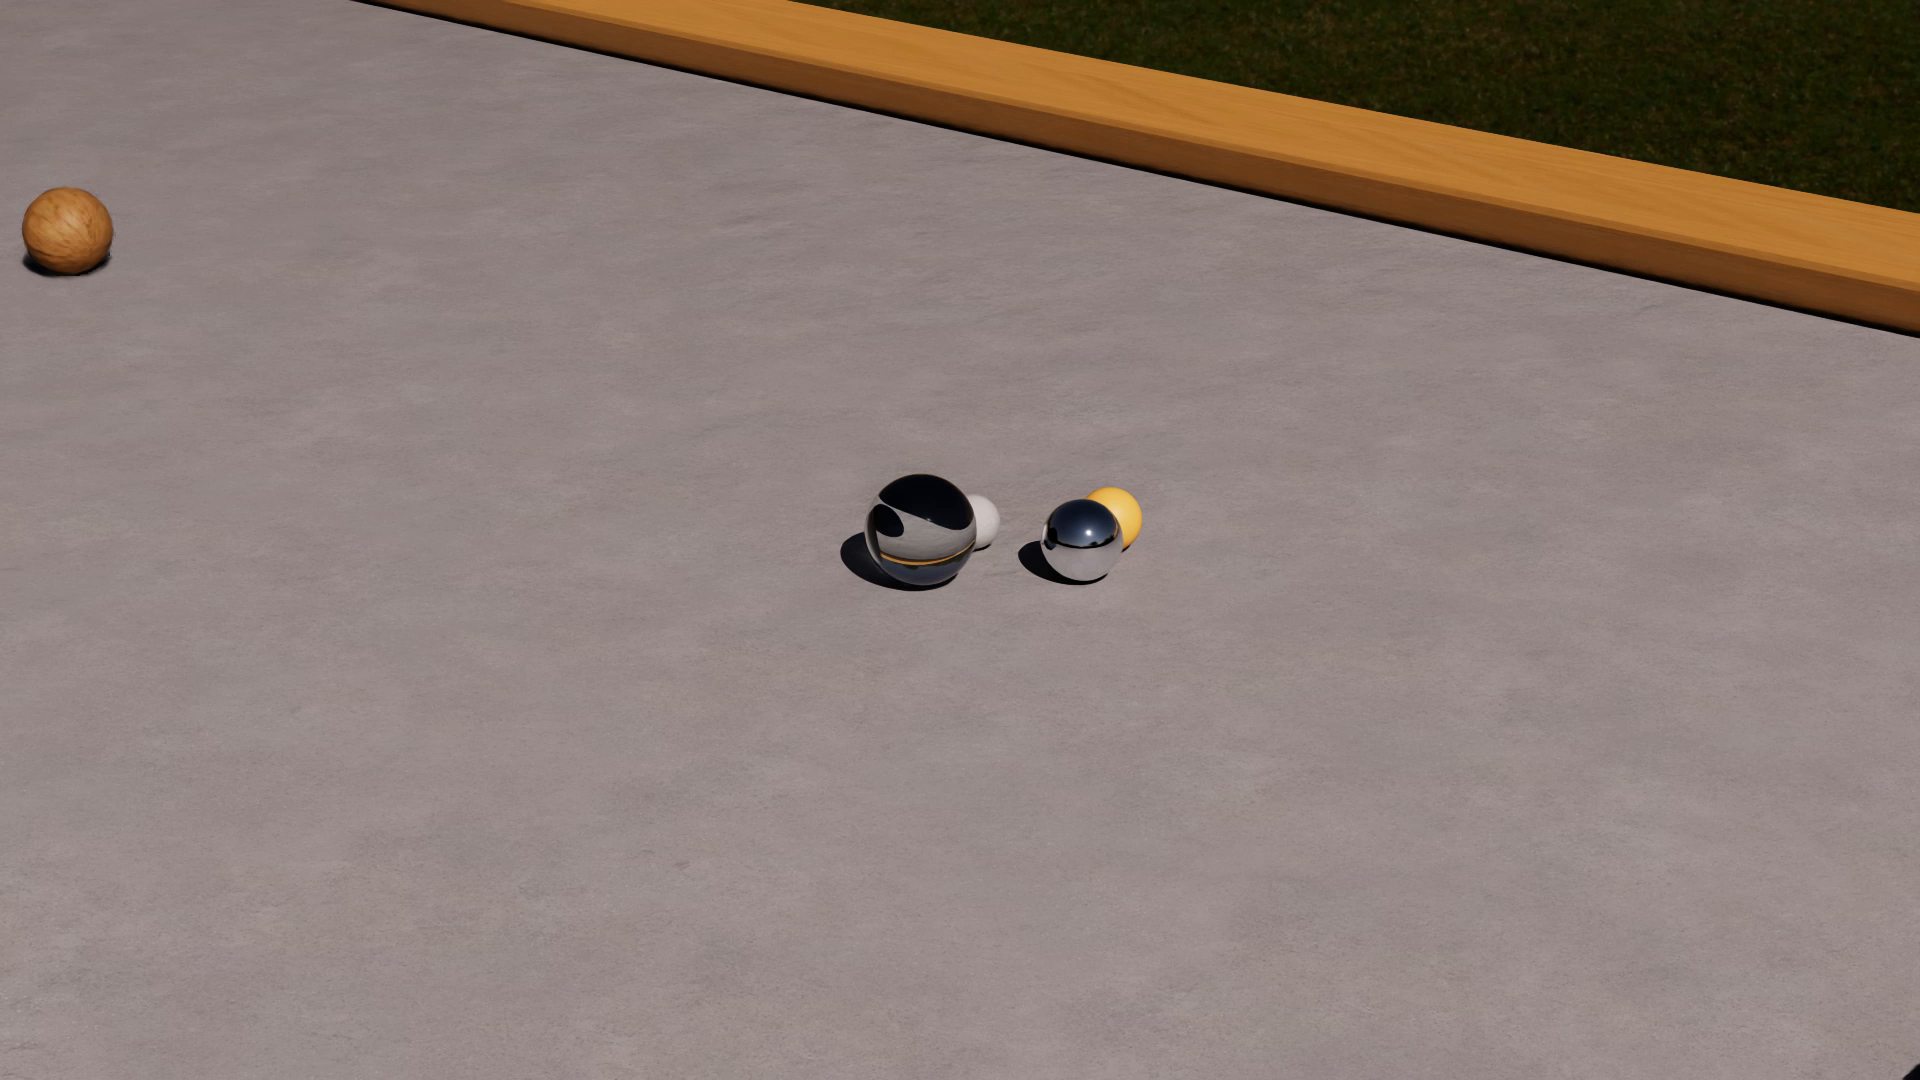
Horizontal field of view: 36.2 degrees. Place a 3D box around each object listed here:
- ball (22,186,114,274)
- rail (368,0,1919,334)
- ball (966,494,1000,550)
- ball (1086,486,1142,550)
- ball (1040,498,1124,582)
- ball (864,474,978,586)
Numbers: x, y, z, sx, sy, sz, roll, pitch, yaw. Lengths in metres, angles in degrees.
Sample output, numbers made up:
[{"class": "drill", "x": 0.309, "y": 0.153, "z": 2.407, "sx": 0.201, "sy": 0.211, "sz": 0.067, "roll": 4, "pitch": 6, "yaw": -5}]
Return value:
[{"class": "ball", "x": -1.014, "y": -0.351, "z": 3.341, "sx": 0.099, "sy": 0.099, "sz": 0.099, "roll": 0, "pitch": 22, "yaw": 0}, {"class": "rail", "x": -0.064, "y": -0.626, "z": 3.975, "sx": 4.352, "sy": 0.129, "sz": 0.045, "roll": 18, "pitch": 28, "yaw": 37}, {"class": "ball", "x": 0.011, "y": -0.016, "z": 2.583, "sx": 0.049, "sy": 0.049, "sz": 0.049, "roll": 0, "pitch": 22, "yaw": 0}, {"class": "ball", "x": 0.131, "y": -0.018, "z": 2.577, "sx": 0.057, "sy": 0.057, "sz": 0.057, "roll": 0, "pitch": 22, "yaw": 0}, {"class": "ball", "x": 0.104, "y": 0.000, "z": 2.514, "sx": 0.071, "sy": 0.071, "sz": 0.071, "roll": 0, "pitch": 22, "yaw": 0}, {"class": "ball", "x": -0.033, "y": -0.009, "z": 2.502, "sx": 0.096, "sy": 0.096, "sz": 0.096, "roll": 0, "pitch": 22, "yaw": 0}]
